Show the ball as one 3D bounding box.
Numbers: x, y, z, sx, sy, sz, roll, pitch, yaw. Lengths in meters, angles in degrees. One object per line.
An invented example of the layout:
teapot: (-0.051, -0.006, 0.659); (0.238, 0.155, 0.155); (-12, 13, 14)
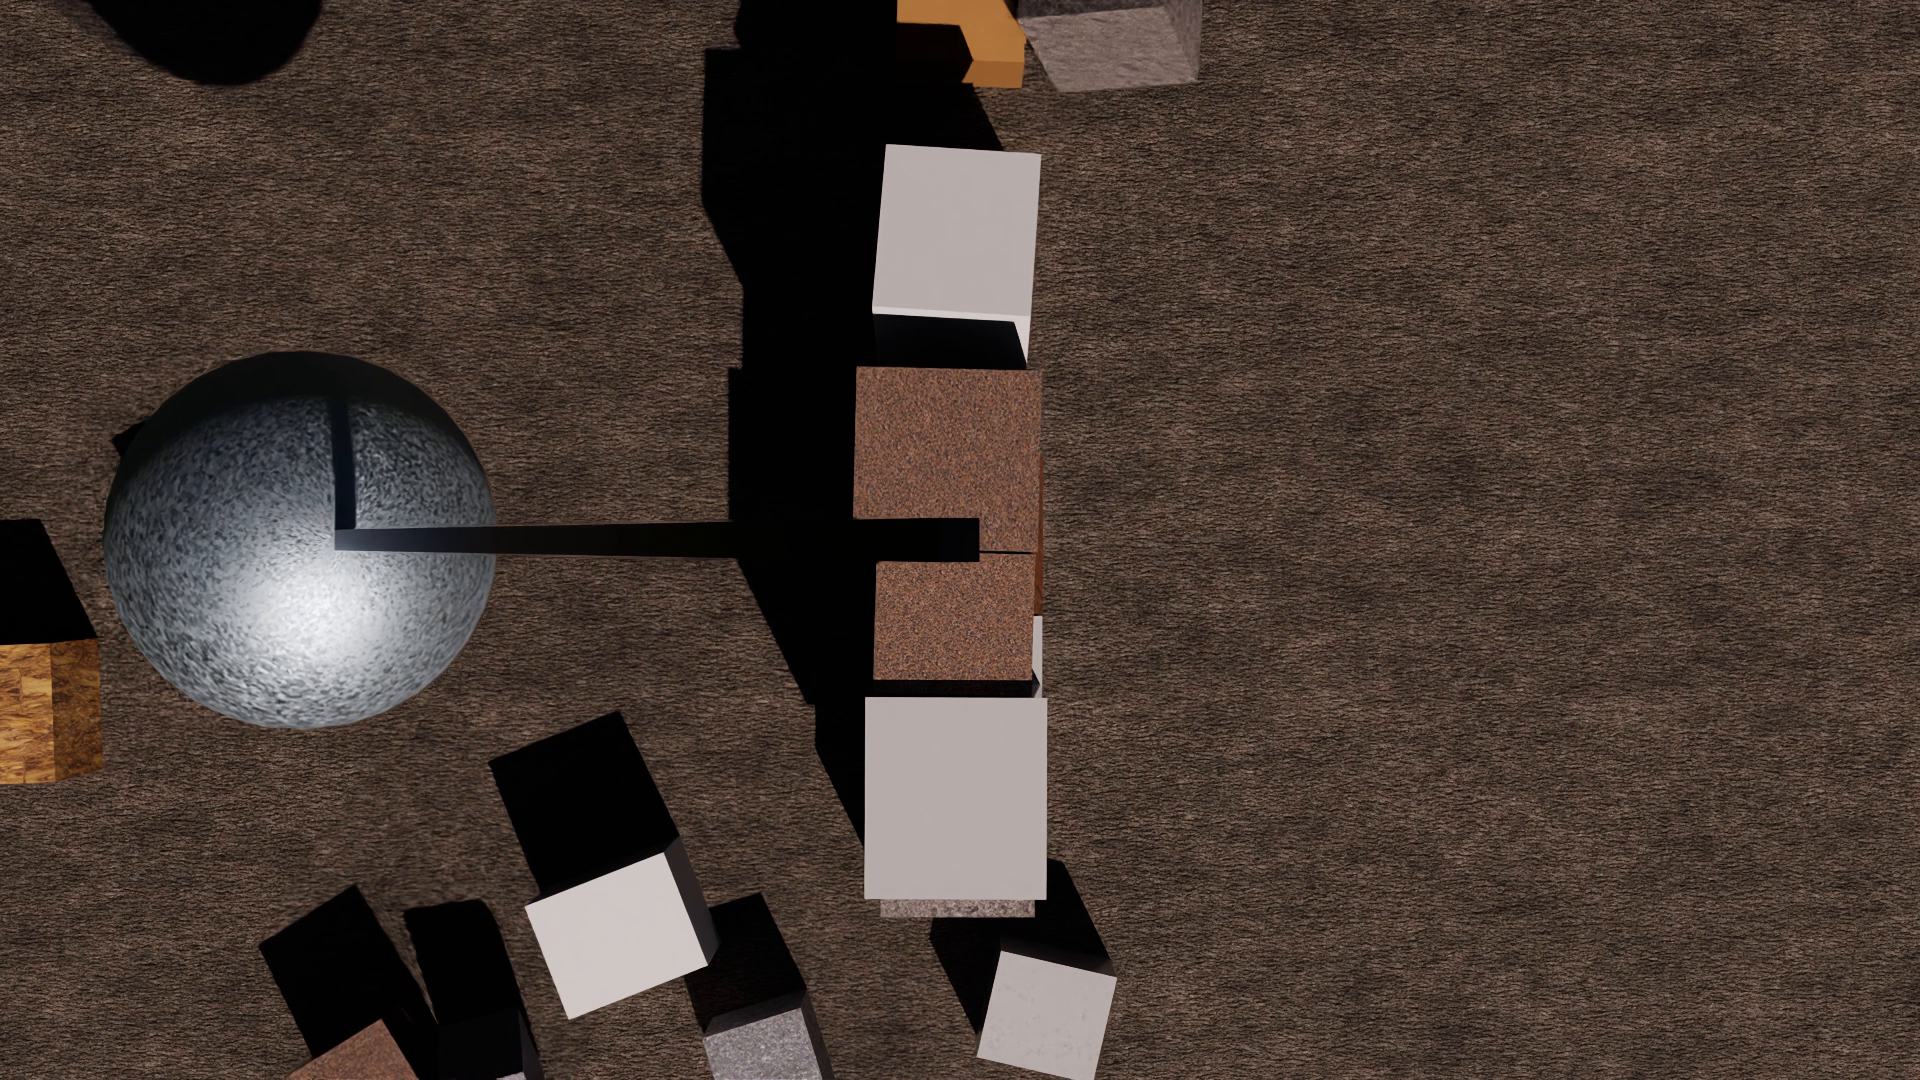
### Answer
ball: (-2.765, 0.000, 9.284); (1.600, 1.600, 1.600); (0, 90, 0)

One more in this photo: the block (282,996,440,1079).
block: (-3.356, 3.172, 12.681); (0.680, 0.638, 0.715); (-32, 90, 0)

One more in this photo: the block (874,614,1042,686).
block: (-0.013, 0.826, 12.582); (0.934, 0.835, 0.811); (0, 90, 0)

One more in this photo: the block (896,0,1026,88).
block: (0.014, -3.075, 12.647); (0.722, 0.706, 0.784); (2, 90, 0)

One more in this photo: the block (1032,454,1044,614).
block: (-0.002, -0.033, 12.537); (0.916, 0.927, 0.874); (0, 90, 0)

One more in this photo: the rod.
rod: (-1.198, 0.000, 6.266); (0.080, 5.200, 0.080); (0, 90, -27)

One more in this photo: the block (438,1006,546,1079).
block: (-2.657, 3.105, 12.542); (0.468, 0.514, 0.585); (-15, 125, -5)

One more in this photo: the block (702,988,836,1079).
block: (-1.093, 3.021, 12.724); (0.584, 0.553, 0.601); (-17, 90, 0)

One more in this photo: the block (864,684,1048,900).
block: (-0.021, 1.317, 11.699); (0.929, 0.933, 1.031); (0, 90, 0)

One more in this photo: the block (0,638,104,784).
block: (-5.460, 0.981, 12.656); (0.759, 0.688, 0.777); (-2, 90, 0)

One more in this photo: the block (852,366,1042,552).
block: (-0.064, -0.404, 11.545); (0.929, 1.058, 0.909); (1, 90, 0)

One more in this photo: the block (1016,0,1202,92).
block: (0.858, -3.084, 12.296); (0.815, 0.834, 0.787); (0, 73, 19)

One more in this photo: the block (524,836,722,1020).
block: (-1.920, 2.212, 12.640); (0.833, 0.720, 0.679); (-21, 90, 0)

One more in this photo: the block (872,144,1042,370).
block: (-0.013, -1.480, 11.761); (0.811, 0.892, 0.908); (4, 74, 1)

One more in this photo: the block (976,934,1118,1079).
block: (0.492, 2.700, 12.720); (0.673, 0.560, 0.617); (13, 90, 0)

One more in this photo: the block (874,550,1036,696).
block: (-0.030, 0.424, 11.691); (0.816, 0.766, 0.731); (2, 91, 0)

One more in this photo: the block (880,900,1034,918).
block: (-0.013, 1.663, 12.584); (0.853, 0.831, 0.850); (0, 90, 0)
